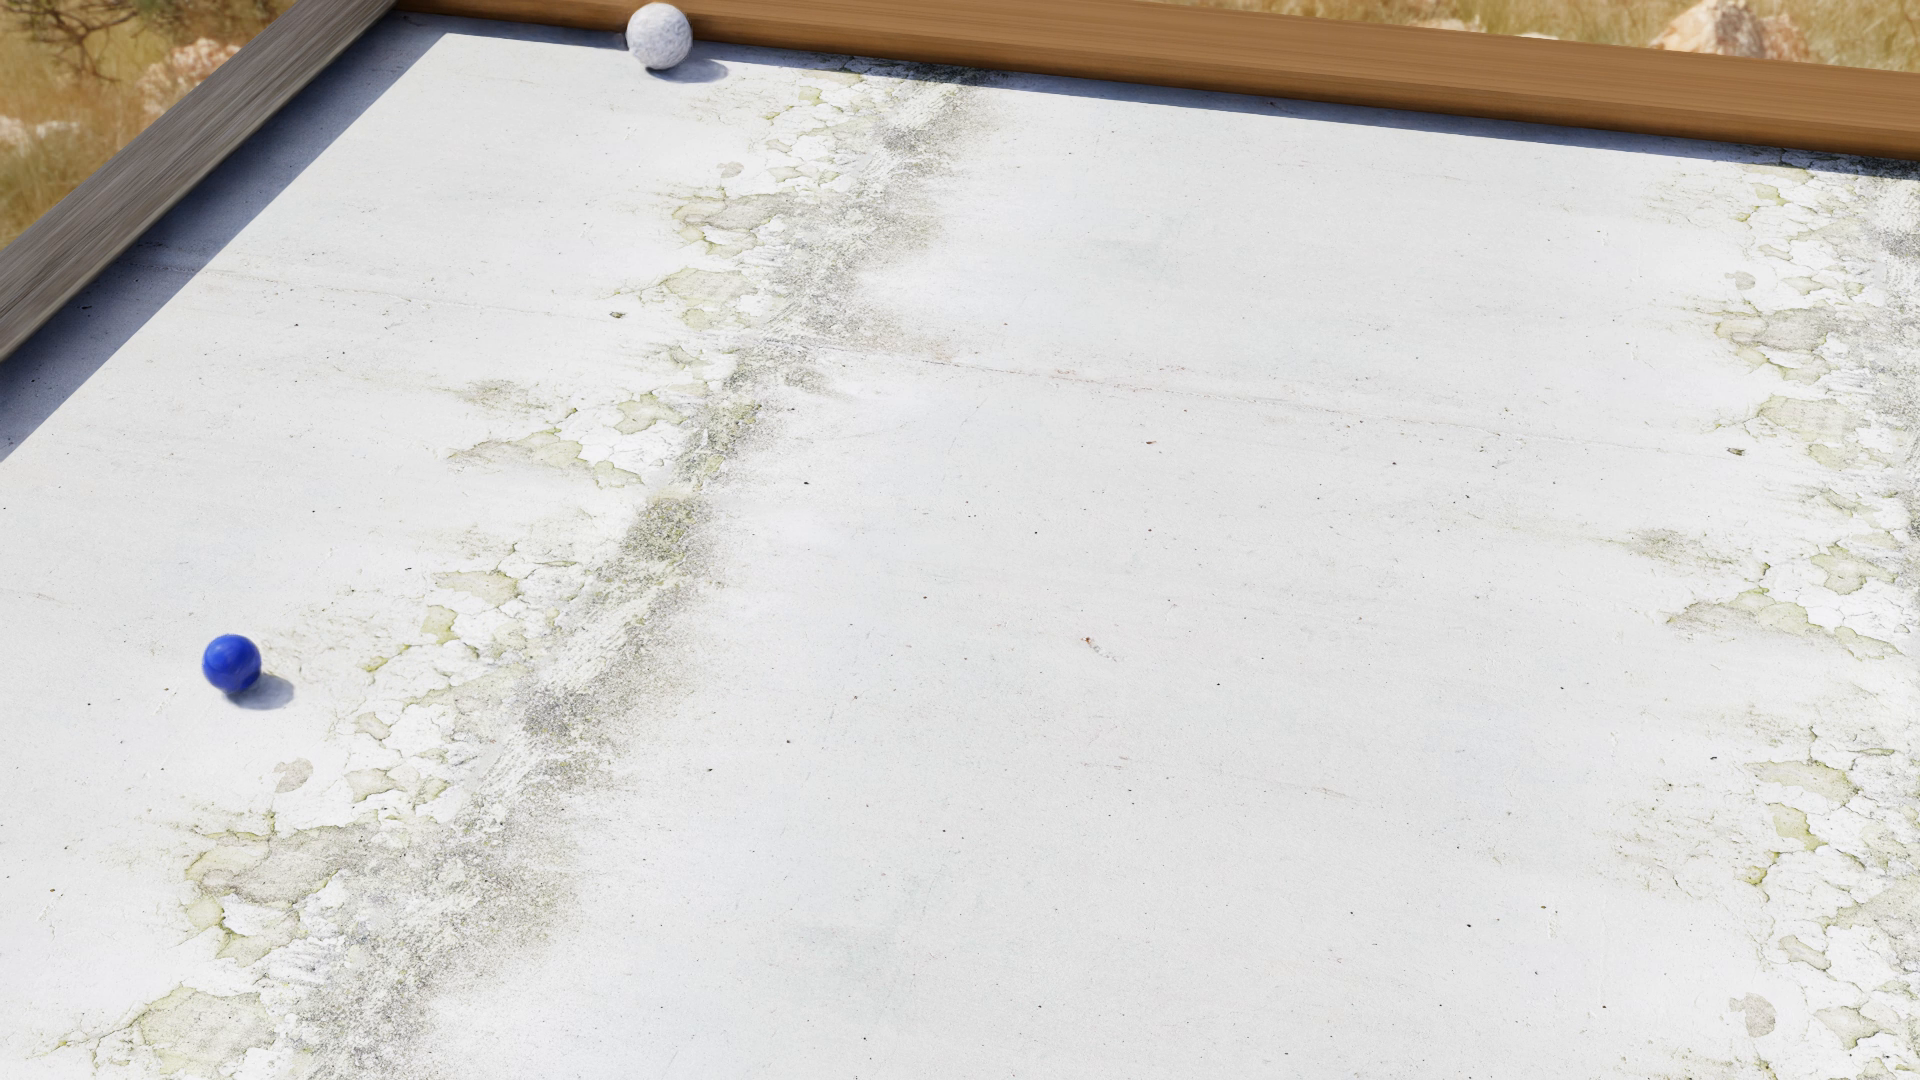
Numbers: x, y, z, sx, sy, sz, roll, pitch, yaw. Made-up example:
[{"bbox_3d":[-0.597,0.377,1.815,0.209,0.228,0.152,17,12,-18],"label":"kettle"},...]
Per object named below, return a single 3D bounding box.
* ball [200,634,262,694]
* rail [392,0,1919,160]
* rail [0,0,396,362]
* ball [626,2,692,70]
[{"bbox_3d":[-0.535,0.091,1.884,0.044,0.044,0.044,0,34,0],"label":"ball"},{"bbox_3d":[1.103,-0.399,2.563,3.638,0.094,0.045,8,35,11],"label":"rail"},{"bbox_3d":[-0.861,-0.133,2.168,0.045,0.094,1.903,8,35,11],"label":"rail"},{"bbox_3d":[-0.330,-0.552,2.810,0.071,0.071,0.071,0,34,0],"label":"ball"}]
